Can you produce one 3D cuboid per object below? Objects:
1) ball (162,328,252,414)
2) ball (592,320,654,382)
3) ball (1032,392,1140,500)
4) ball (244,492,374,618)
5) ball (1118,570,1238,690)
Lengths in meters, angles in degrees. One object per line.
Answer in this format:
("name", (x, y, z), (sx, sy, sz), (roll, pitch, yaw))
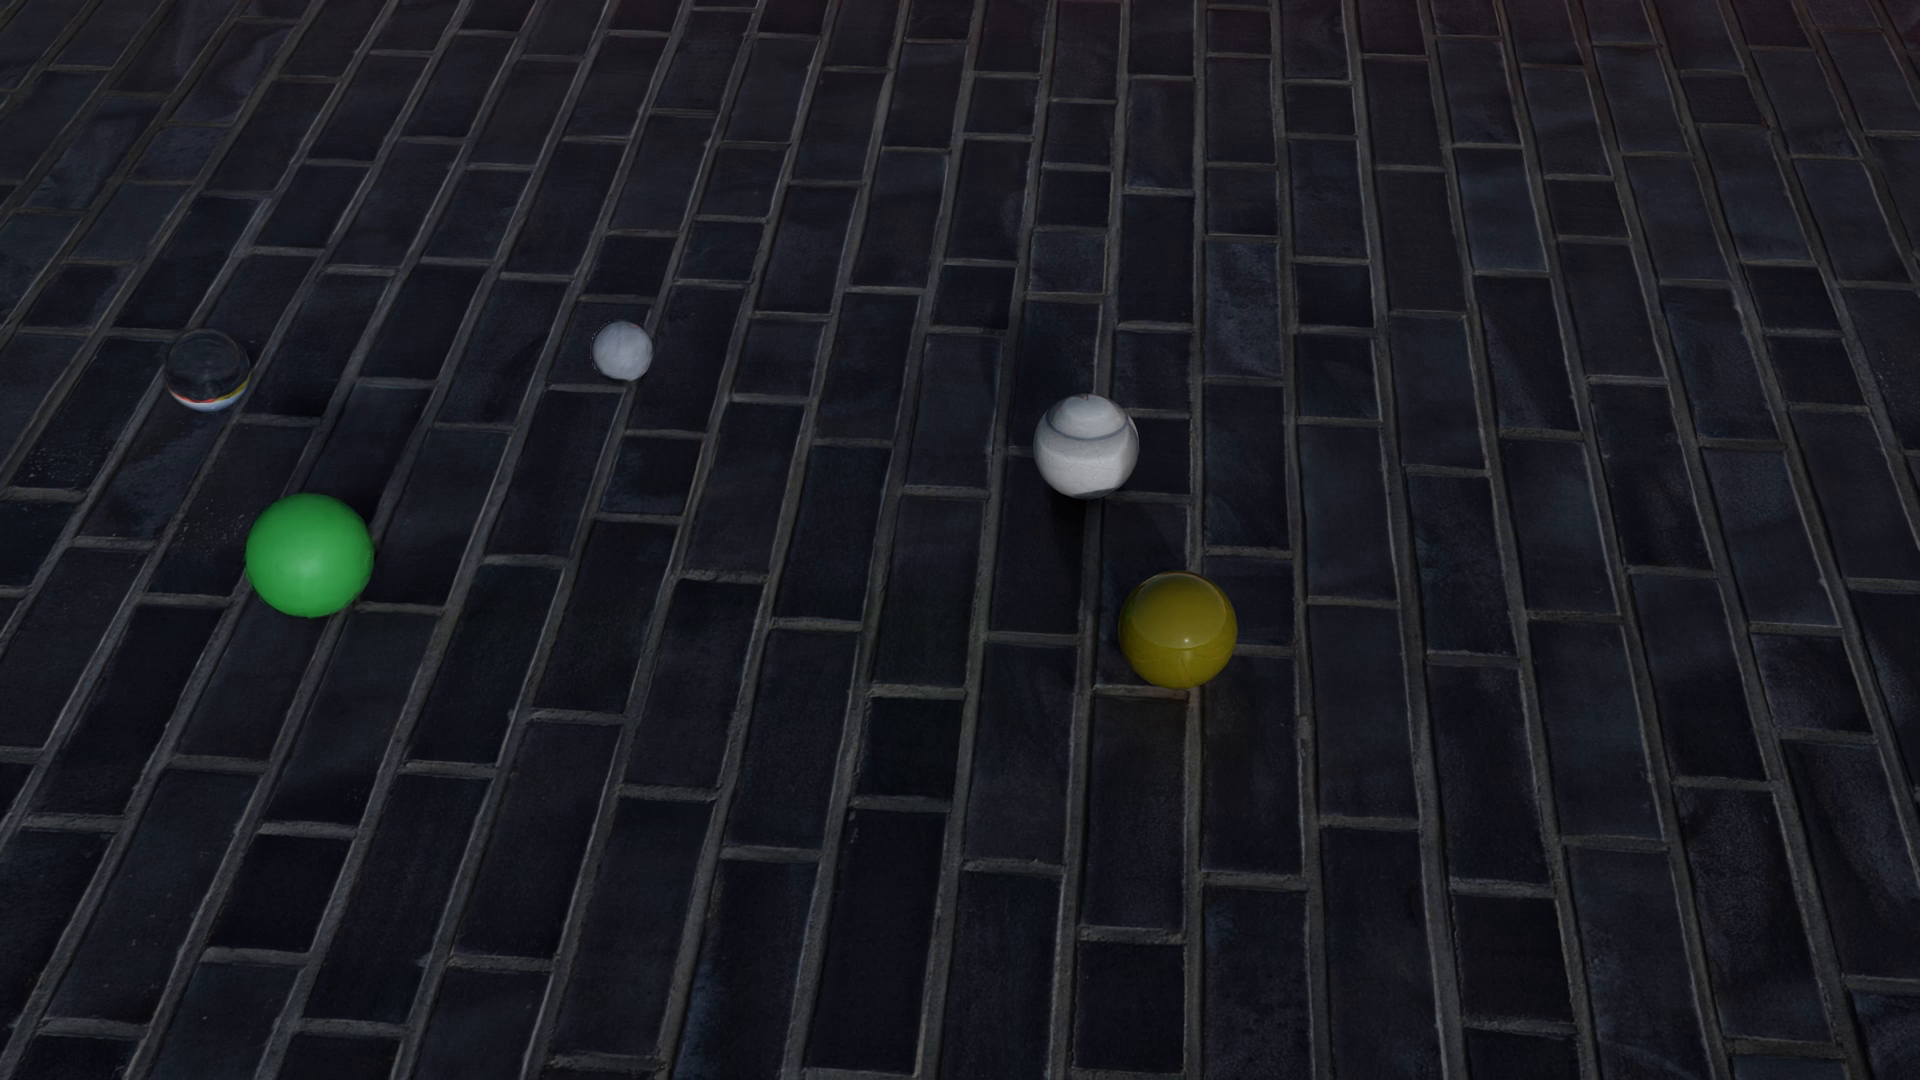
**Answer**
("ball", (-0.519, -0.117, 1.769), (0.058, 0.058, 0.058), (0, 36, 0))
("ball", (-0.237, -0.133, 1.804), (0.043, 0.043, 0.043), (0, 36, 0))
("ball", (0.083, -0.061, 1.684), (0.070, 0.070, 0.070), (0, 36, 0))
("ball", (-0.401, 0.009, 1.582), (0.078, 0.078, 0.078), (0, 36, 0))
("ball", (0.130, 0.053, 1.527), (0.071, 0.071, 0.071), (0, 36, 0))
